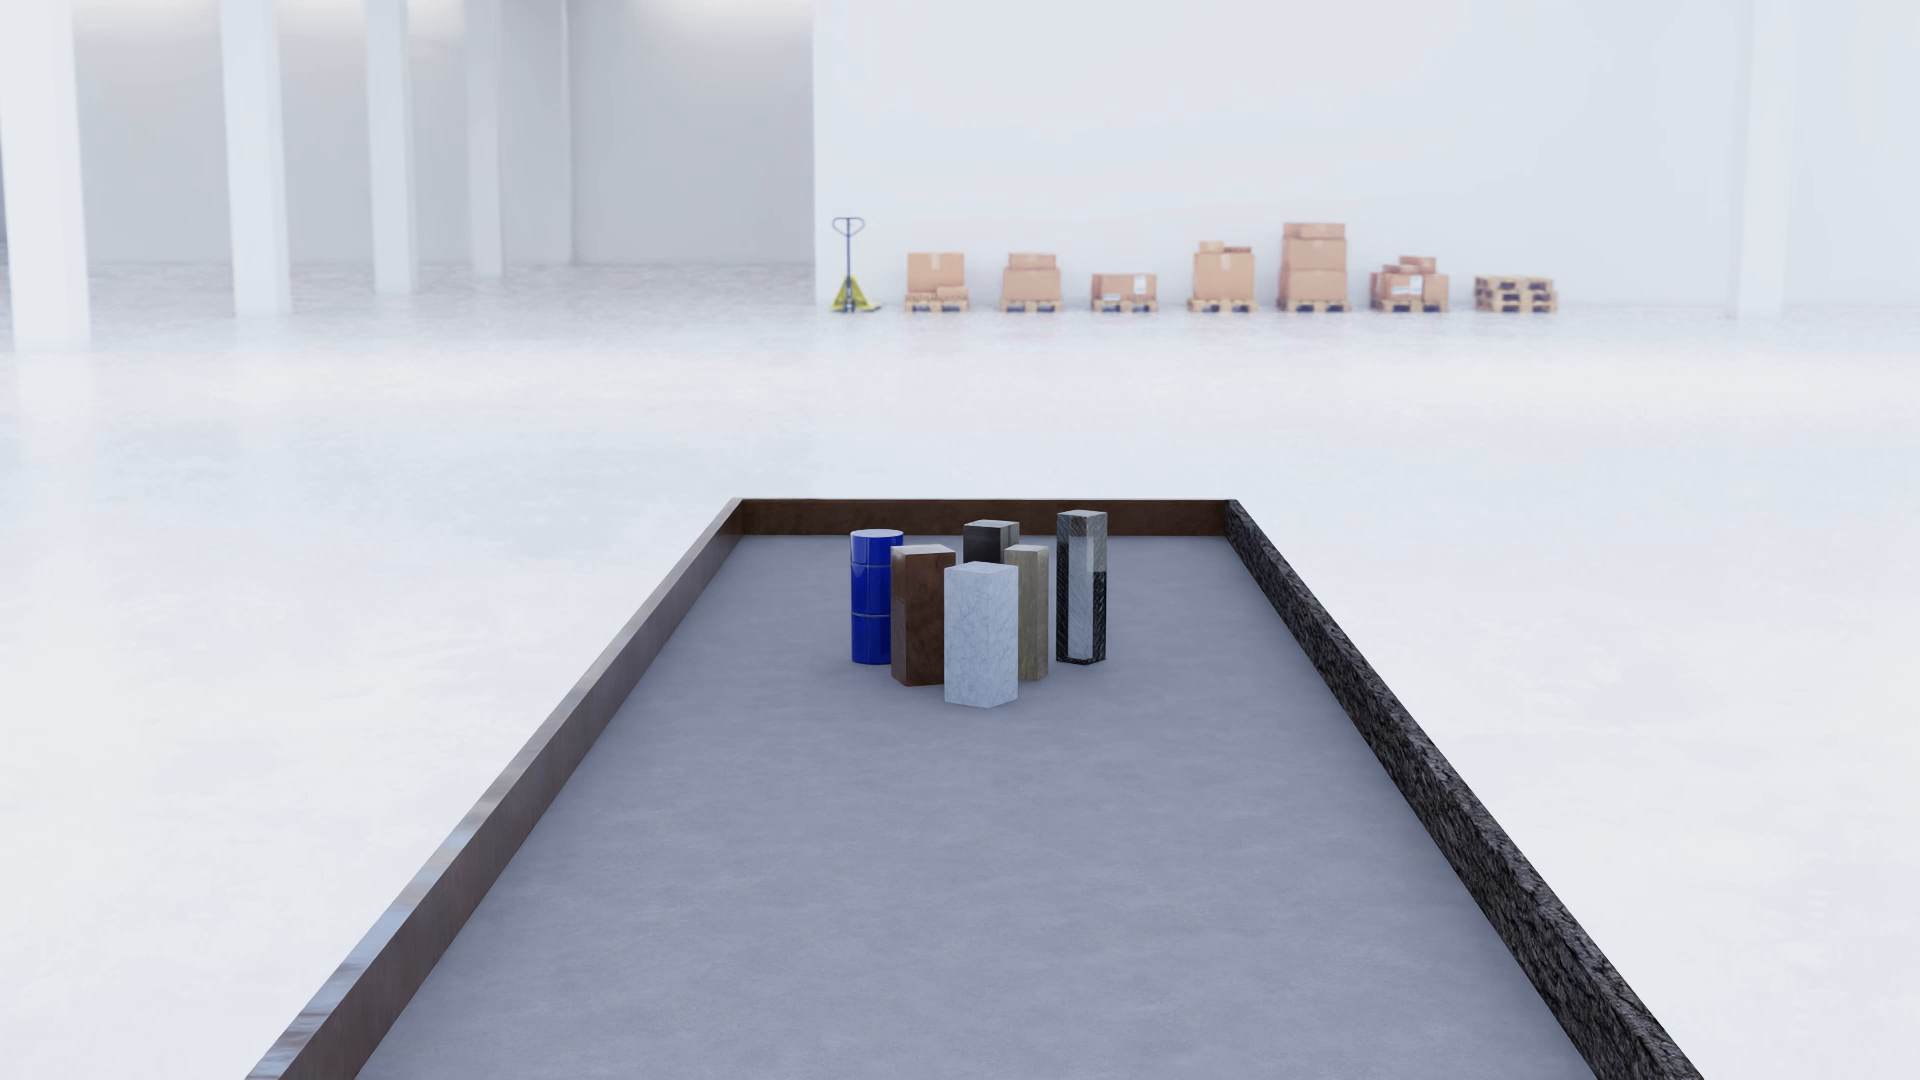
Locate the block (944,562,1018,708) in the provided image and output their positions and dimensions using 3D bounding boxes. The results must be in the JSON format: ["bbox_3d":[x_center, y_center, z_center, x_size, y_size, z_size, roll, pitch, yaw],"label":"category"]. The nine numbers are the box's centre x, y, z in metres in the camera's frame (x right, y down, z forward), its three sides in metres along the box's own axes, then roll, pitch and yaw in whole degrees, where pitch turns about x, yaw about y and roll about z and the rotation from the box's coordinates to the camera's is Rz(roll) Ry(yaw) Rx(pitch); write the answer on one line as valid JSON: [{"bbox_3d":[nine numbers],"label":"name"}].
[{"bbox_3d":[0.060,0.262,6.146,0.148,0.378,0.148,6,11,34],"label":"block"}]

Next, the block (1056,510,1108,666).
[{"bbox_3d":[0.368,0.143,6.663,0.110,0.453,0.110,7,11,37],"label":"block"}]

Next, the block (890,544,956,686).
[{"bbox_3d":[-0.107,0.217,6.402,0.151,0.387,0.151,-3,9,-18],"label":"block"}]

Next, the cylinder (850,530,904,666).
[{"bbox_3d":[-0.251,0.172,6.678,0.161,0.390,0.161,0,9,0],"label":"cylinder"}]

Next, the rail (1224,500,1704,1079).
[{"bbox_3d":[1.046,0.843,3.208,0.050,0.150,12.000,0,9,1],"label":"rail"}]

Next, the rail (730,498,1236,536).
[{"bbox_3d":[0.099,-0.098,9.147,2.100,0.150,0.050,0,9,1],"label":"rail"}]

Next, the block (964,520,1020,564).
[{"bbox_3d":[0.095,0.155,6.704,0.126,0.415,0.126,5,10,28],"label":"block"}]

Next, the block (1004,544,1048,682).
[{"bbox_3d":[0.194,0.212,6.448,0.102,0.383,0.102,3,10,20],"label":"block"}]

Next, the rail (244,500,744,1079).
[{"bbox_3d":[-1.004,0.839,3.234,0.050,0.150,12.000,0,9,1],"label":"rail"}]
